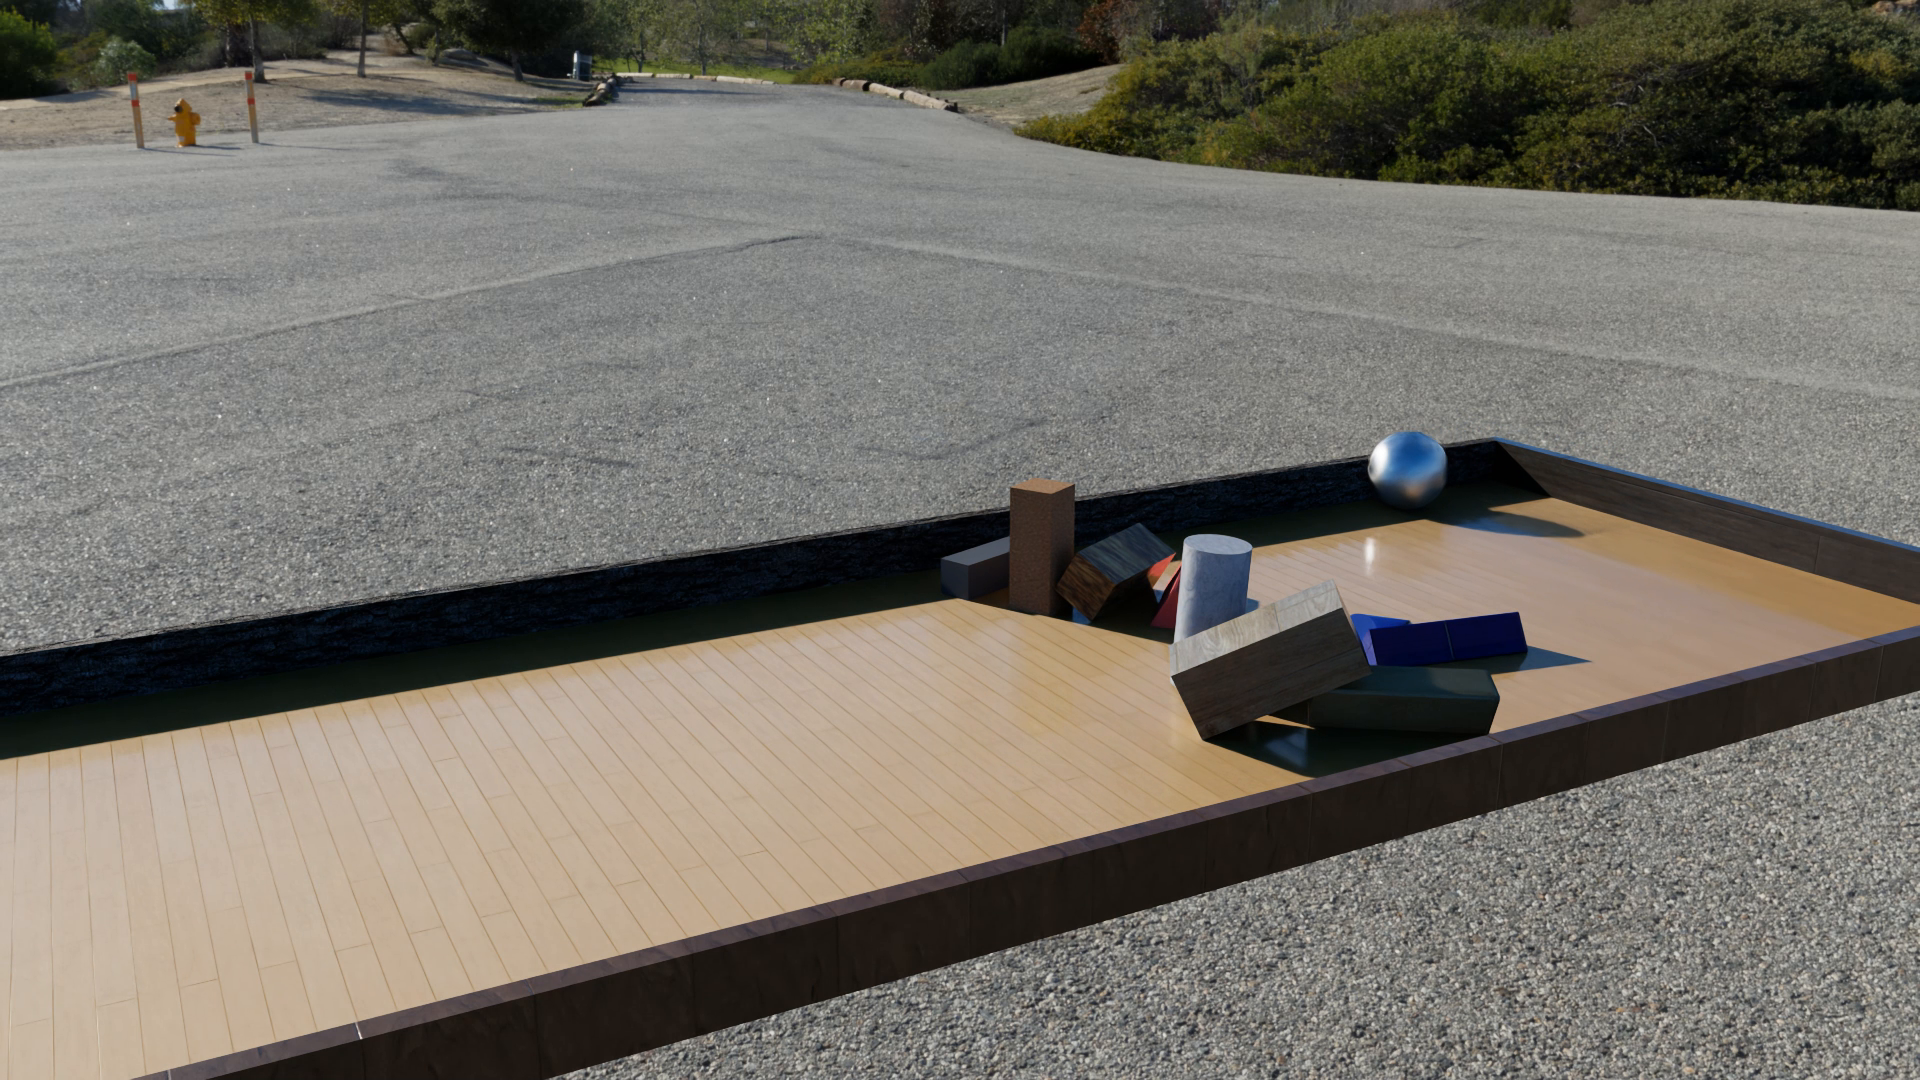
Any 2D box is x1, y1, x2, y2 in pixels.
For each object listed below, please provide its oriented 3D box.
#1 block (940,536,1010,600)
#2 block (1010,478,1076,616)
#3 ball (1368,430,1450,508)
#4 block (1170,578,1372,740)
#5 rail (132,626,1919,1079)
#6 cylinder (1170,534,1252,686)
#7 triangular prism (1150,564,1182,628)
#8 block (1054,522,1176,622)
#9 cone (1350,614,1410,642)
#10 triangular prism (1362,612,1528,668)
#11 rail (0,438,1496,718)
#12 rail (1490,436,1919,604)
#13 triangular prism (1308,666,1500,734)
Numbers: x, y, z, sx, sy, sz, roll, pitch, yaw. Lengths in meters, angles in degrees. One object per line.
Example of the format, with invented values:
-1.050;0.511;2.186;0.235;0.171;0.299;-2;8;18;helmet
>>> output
0.108;0.075;4.908;0.107;0.107;0.373;14;21;40;block
0.231;0.018;4.663;0.133;0.355;0.133;11;19;32;block
1.550;-0.242;5.700;0.270;0.270;0.270;0;16;0;ball
0.709;0.274;3.800;0.412;0.176;0.176;-24;16;14;block
-2.336;1.006;1.665;12.000;0.150;0.050;-9;18;-27;rail
0.618;0.184;4.067;0.166;0.365;0.166;3;17;-1;cylinder
0.630;0.137;4.691;0.123;0.106;0.381;4;17;14;triangular prism
0.446;0.088;4.708;0.142;0.142;0.362;41;33;19;block
1.151;0.235;4.462;0.106;0.106;0.333;13;12;37;cone
1.264;0.255;4.314;0.451;0.093;0.108;-5;17;-17;triangular prism
-3.305;0.497;3.399;12.000;0.150;0.050;-9;18;-27;rail
2.466;-0.048;5.253;0.050;0.150;2.100;-9;18;-27;rail
1.022;0.347;3.834;0.413;0.147;0.127;2;51;7;triangular prism
